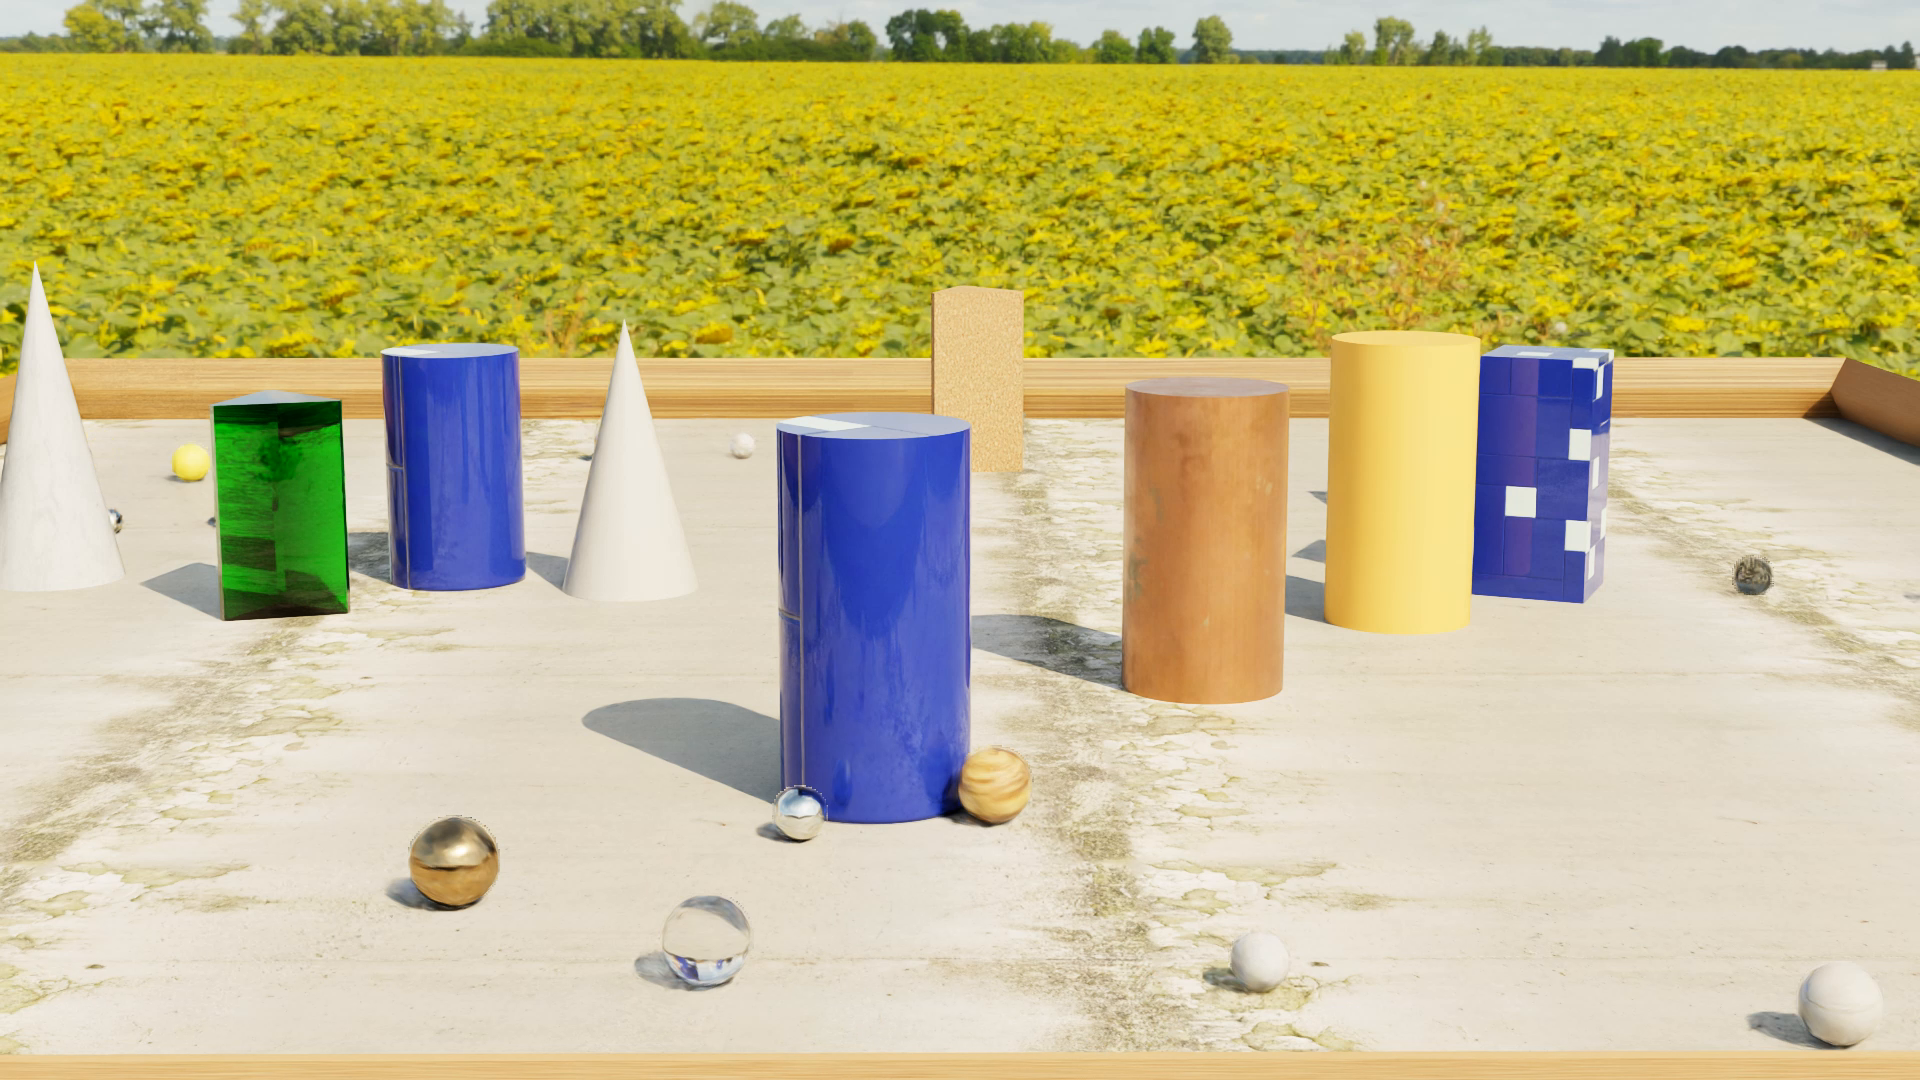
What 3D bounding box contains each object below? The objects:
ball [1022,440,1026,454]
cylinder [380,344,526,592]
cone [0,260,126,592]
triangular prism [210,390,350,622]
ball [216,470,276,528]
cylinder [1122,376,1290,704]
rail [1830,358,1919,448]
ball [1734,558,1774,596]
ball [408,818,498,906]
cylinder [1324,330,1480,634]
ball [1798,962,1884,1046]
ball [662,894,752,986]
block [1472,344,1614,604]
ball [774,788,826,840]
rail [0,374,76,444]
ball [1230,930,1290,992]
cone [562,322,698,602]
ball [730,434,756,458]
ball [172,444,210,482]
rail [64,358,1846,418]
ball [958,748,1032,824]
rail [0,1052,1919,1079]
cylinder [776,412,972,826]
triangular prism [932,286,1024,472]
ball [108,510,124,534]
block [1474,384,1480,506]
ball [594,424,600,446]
[{"bbox_3d":[0.090,-0.170,4.709,0.058,0.058,0.058,0,11,0],"label":"ball"},{"bbox_3d":[-0.717,-0.106,3.638,0.191,0.328,0.191,0,11,0],"label":"cylinder"},{"bbox_3d":[-1.295,-0.169,3.634,0.191,0.454,0.191,0,11,0],"label":"cone"},{"bbox_3d":[-0.918,-0.051,3.456,0.166,0.287,0.143,-3,11,-18],"label":"triangular prism"},{"bbox_3d":[-1.132,-0.067,4.072,0.092,0.092,0.092,0,11,0],"label":"ball"},{"bbox_3d":[0.287,-0.003,3.010,0.191,0.356,0.191,0,11,0],"label":"cylinder"},{"bbox_3d":[1.823,0.030,3.460,0.045,0.124,3.784,0,11,0],"label":"rail"},{"bbox_3d":[1.099,0.050,3.552,0.052,0.052,0.052,0,11,0],"label":"ball"},{"bbox_3d":[-0.442,0.282,2.242,0.077,0.077,0.077,0,11,0],"label":"ball"},{"bbox_3d":[0.579,-0.079,3.369,0.191,0.373,0.191,0,11,0],"label":"cylinder"},{"bbox_3d":[0.661,0.348,1.926,0.062,0.062,0.062,0,11,0],"label":"ball"},{"bbox_3d":[-0.202,0.320,2.050,0.072,0.072,0.072,0,11,0],"label":"ball"},{"bbox_3d":[0.811,-0.095,3.567,0.153,0.332,0.153,5,11,23],"label":"block"},{"bbox_3d":[-0.152,0.260,2.433,0.050,0.050,0.050,0,11,0],"label":"ball"},{"bbox_3d":[-1.823,0.034,3.439,0.045,0.124,3.784,0,11,0],"label":"rail"},{"bbox_3d":[0.239,0.335,2.038,0.048,0.048,0.048,0,11,0],"label":"ball"},{"bbox_3d":[-0.463,-0.119,3.571,0.191,0.379,0.191,0,11,0],"label":"cone"},{"bbox_3d":[-0.405,-0.176,4.783,0.047,0.047,0.047,0,11,0],"label":"ball"},{"bbox_3d":[-1.354,-0.136,4.517,0.066,0.066,0.066,0,11,0],"label":"ball"},{"bbox_3d":[-0.011,-0.310,5.286,3.693,0.124,0.045,0,11,0],"label":"rail"},{"bbox_3d":[0.034,0.238,2.488,0.073,0.073,0.073,0,11,0],"label":"ball"},{"bbox_3d":[0.011,0.374,1.612,3.693,0.124,0.045,0,11,0],"label":"rail"},{"bbox_3d":[-0.084,0.073,2.540,0.191,0.378,0.191,0,11,0],"label":"cylinder"},{"bbox_3d":[0.019,-0.295,4.664,0.166,0.324,0.143,-2,11,-10],"label":"triangular prism"},{"bbox_3d":[-1.328,-0.028,4.009,0.040,0.040,0.040,0,11,0],"label":"ball"},{"bbox_3d":[0.842,-0.155,4.121,0.153,0.248,0.153,-1,11,-6],"label":"block"},{"bbox_3d":[-0.635,-0.187,4.738,0.084,0.084,0.084,0,11,0],"label":"ball"}]
